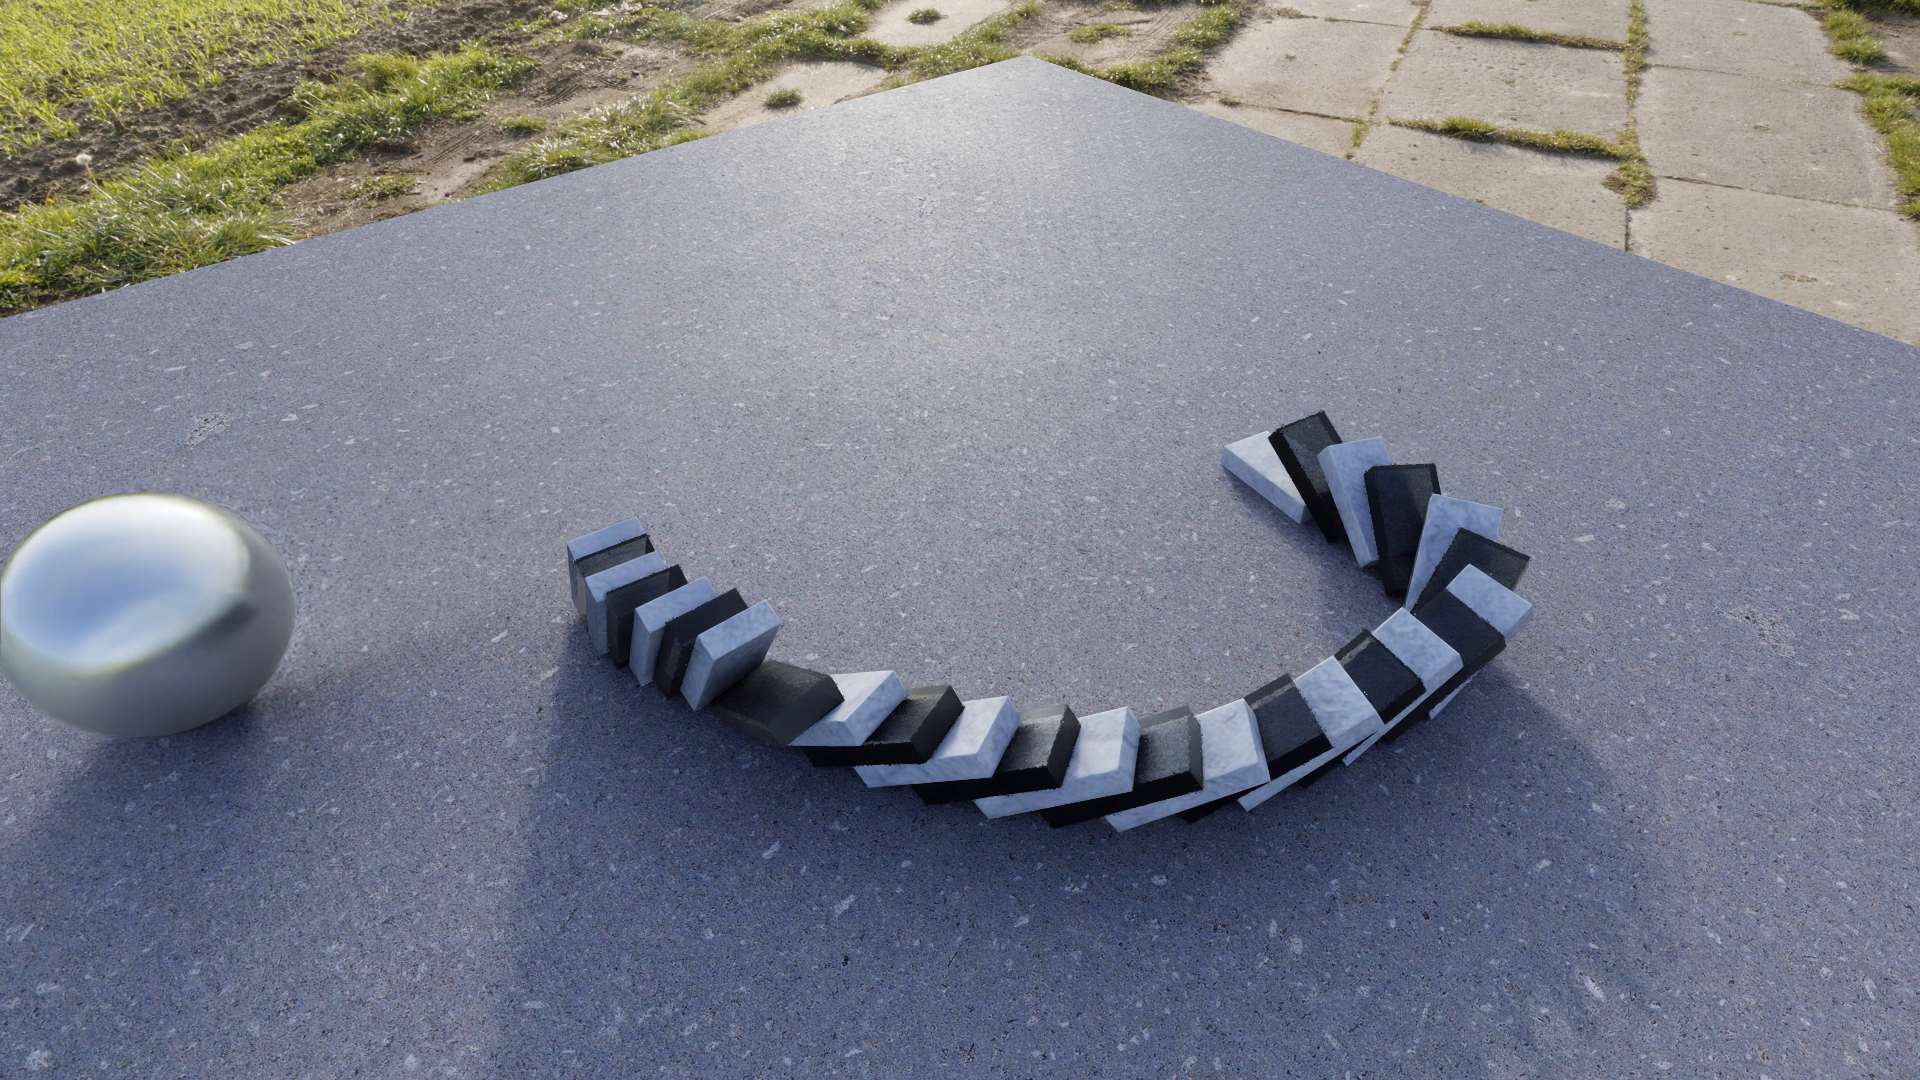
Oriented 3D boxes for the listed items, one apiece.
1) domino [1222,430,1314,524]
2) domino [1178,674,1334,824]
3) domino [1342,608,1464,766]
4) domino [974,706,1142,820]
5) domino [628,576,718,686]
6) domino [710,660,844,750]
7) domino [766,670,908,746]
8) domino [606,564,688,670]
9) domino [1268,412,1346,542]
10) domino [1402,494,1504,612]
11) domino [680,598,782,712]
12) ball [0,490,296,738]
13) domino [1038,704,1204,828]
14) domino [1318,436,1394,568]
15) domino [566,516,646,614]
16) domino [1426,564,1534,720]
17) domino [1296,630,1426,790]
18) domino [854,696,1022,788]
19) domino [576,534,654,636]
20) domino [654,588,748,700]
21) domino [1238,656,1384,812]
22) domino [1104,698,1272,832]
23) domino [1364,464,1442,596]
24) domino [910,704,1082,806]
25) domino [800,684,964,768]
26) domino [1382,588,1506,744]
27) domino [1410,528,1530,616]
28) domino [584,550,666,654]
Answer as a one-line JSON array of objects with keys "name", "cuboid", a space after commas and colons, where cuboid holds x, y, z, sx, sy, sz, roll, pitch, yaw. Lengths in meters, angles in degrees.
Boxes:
[{"name": "domino", "cuboid": [0.140, -0.028, 0.478, 0.025, 0.010, 0.050, -20, 43, -23]}, {"name": "domino", "cuboid": [0.087, 0.065, 0.344, 0.050, 0.009, 0.025, -32, 39, 12]}, {"name": "domino", "cuboid": [0.138, 0.048, 0.365, 0.050, 0.010, 0.025, -41, 47, 2]}, {"name": "domino", "cuboid": [0.030, 0.069, 0.339, 0.050, 0.010, 0.025, -19, 31, 29]}, {"name": "domino", "cuboid": [-0.098, 0.032, 0.374, 0.025, 0.050, 0.010, -27, 75, -29]}, {"name": "domino", "cuboid": [-0.060, 0.052, 0.357, 0.025, 0.009, 0.050, -37, 19, -26]}, {"name": "domino", "cuboid": [-0.043, 0.055, 0.356, 0.050, 0.009, 0.025, -11, 25, 46]}, {"name": "domino", "cuboid": [-0.108, 0.027, 0.379, 0.025, 0.050, 0.009, -23, 73, -26]}, {"name": "domino", "cuboid": [0.152, -0.027, 0.456, 0.025, 0.010, 0.050, -21, 76, -23]}, {"name": "domino", "cuboid": [0.183, 0.010, 0.410, 0.025, 0.009, 0.050, 15, 77, 17]}, {"name": "domino", "cuboid": [-0.077, 0.039, 0.365, 0.025, 0.050, 0.009, -30, 77, -31]}, {"name": "ball", "cuboid": [-0.263, 0.024, 0.359, 0.080, 0.080, 0.080, 0, 39, 0]}, {"name": "domino", "cuboid": [0.049, 0.070, 0.338, 0.050, 0.009, 0.025, -22, 33, 25]}, {"name": "domino", "cuboid": [0.166, -0.016, 0.443, 0.025, 0.009, 0.050, -11, 72, -13]}, {"name": "domino", "cuboid": [-0.128, 0.011, 0.399, 0.025, 0.050, 0.010, -23, 73, -26]}, {"name": "domino", "cuboid": [0.170, 0.035, 0.380, 0.050, 0.009, 0.025, -45, 52, -1]}, {"name": "domino", "cuboid": [0.122, 0.055, 0.357, 0.050, 0.010, 0.025, -40, 46, 3]}, {"name": "domino", "cuboid": [-0.007, 0.064, 0.346, 0.050, 0.010, 0.025, -14, 28, 37]}, {"name": "domino", "cuboid": [-0.122, 0.017, 0.392, 0.025, 0.050, 0.009, -23, 73, -26]}, {"name": "domino", "cuboid": [-0.087, 0.036, 0.369, 0.025, 0.050, 0.010, -29, 76, -30]}, {"name": "domino", "cuboid": [0.105, 0.061, 0.349, 0.050, 0.009, 0.025, -35, 41, 9]}, {"name": "domino", "cuboid": [0.068, 0.069, 0.338, 0.050, 0.009, 0.025, -25, 35, 21]}, {"name": "domino", "cuboid": [0.176, -0.004, 0.428, 0.025, 0.009, 0.050, -2, 72, -4]}, {"name": "domino", "cuboid": [0.011, 0.067, 0.342, 0.050, 0.009, 0.025, -16, 29, 33]}, {"name": "domino", "cuboid": [-0.025, 0.060, 0.351, 0.050, 0.010, 0.025, -12, 27, 40]}, {"name": "domino", "cuboid": [0.155, 0.042, 0.371, 0.050, 0.010, 0.025, -41, 49, 2]}, {"name": "domino", "cuboid": [0.179, 0.023, 0.394, 0.025, 0.009, 0.050, 29, 81, 29]}, {"name": "domino", "cuboid": [-0.117, 0.023, 0.385, 0.025, 0.050, 0.009, -23, 73, -26]}]
